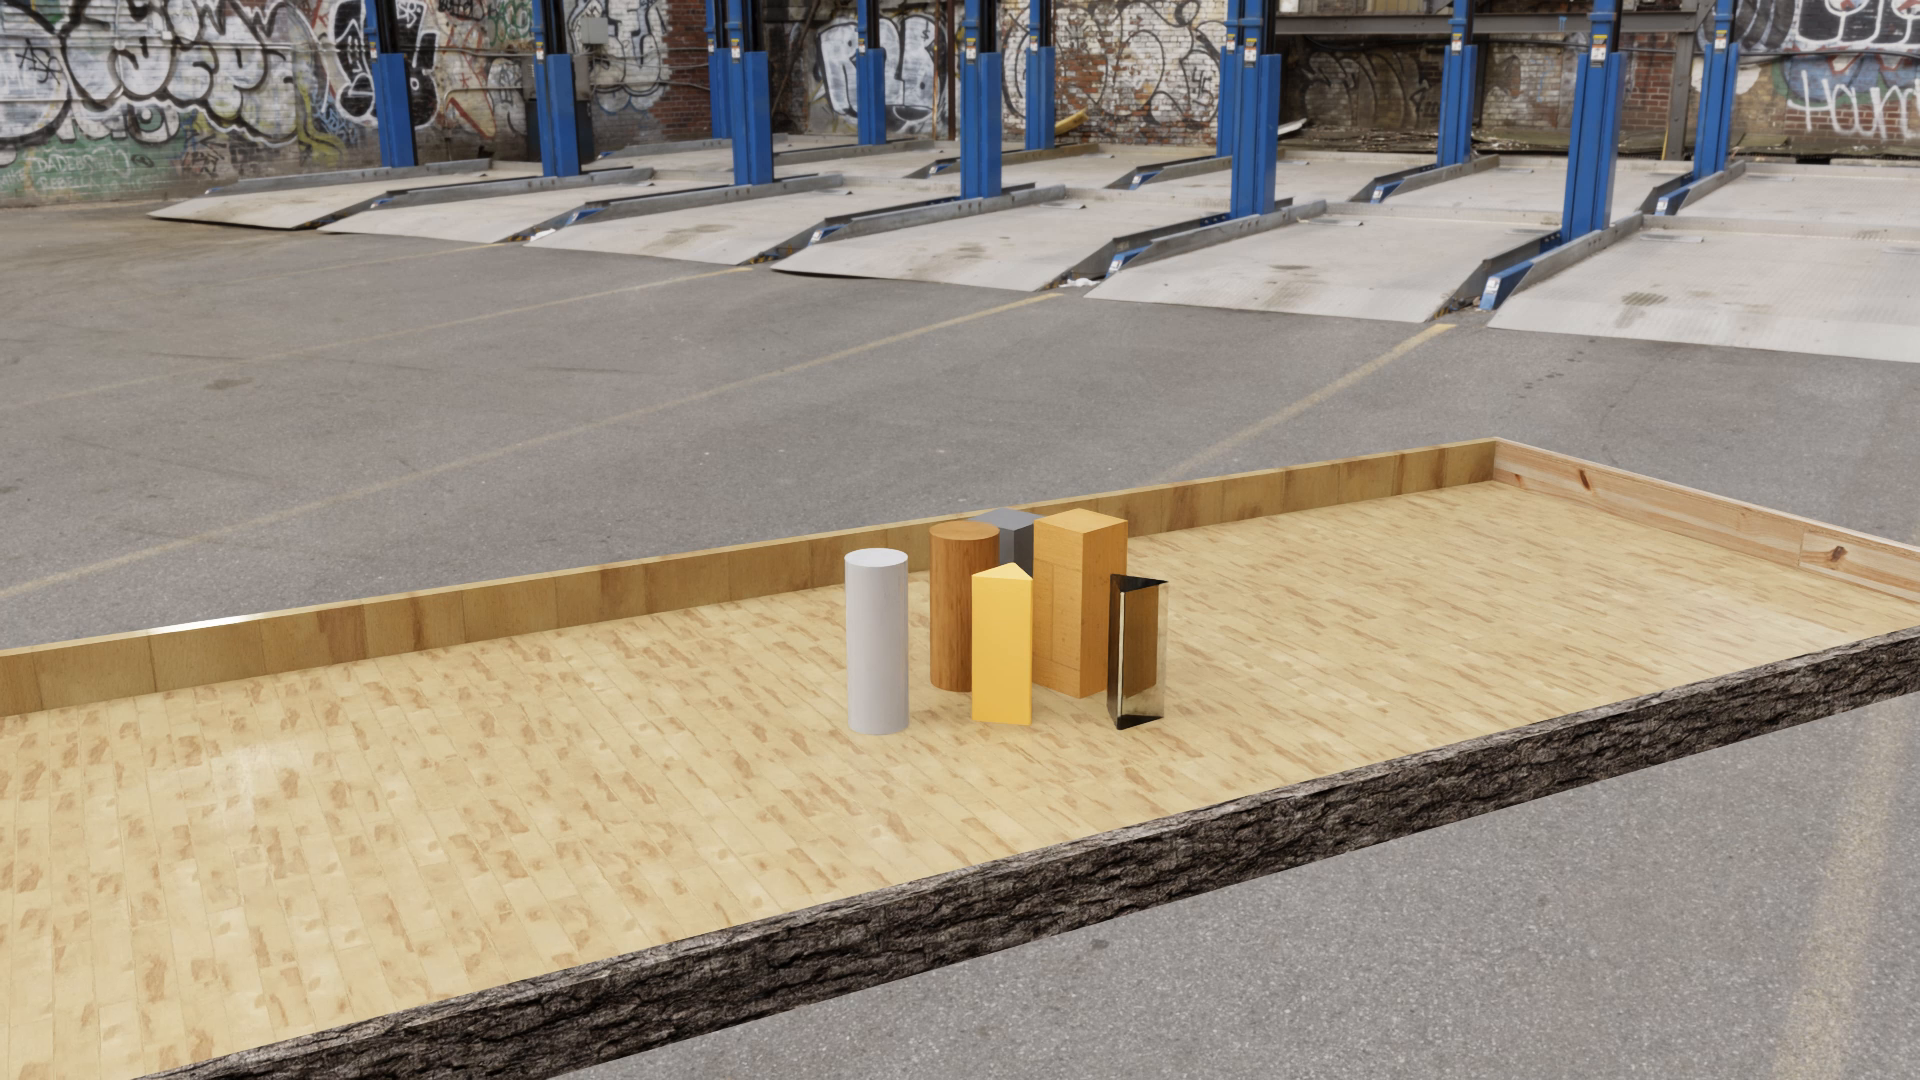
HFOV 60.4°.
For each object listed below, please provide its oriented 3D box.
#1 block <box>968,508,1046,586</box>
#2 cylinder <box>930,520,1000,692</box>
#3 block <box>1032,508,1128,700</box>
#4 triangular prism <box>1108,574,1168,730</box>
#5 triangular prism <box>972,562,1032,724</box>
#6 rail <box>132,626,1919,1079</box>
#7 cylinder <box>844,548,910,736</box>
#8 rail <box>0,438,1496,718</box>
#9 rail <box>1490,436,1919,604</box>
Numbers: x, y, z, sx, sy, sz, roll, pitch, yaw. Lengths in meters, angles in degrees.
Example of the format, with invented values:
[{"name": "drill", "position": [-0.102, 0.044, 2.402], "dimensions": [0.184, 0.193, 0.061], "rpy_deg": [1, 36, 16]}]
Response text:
[{"name": "block", "position": [0.125, 0.115, 4.331], "dimensions": [0.160, 0.356, 0.160], "rpy_deg": [13, 21, 37]}, {"name": "cylinder", "position": [0.011, 0.164, 4.102], "dimensions": [0.172, 0.392, 0.172], "rpy_deg": [0, 16, 0]}, {"name": "block", "position": [0.295, 0.155, 4.080], "dimensions": [0.162, 0.422, 0.162], "rpy_deg": [-15, 22, -41]}, {"name": "triangular prism", "position": [0.392, 0.256, 3.885], "dimensions": [0.141, 0.338, 0.123], "rpy_deg": [-11, 20, -33]}, {"name": "triangular prism", "position": [0.111, 0.242, 3.897], "dimensions": [0.141, 0.358, 0.122], "rpy_deg": [4, 17, 13]}, {"name": "rail", "position": [-2.336, 1.006, 1.665], "dimensions": [12.000, 0.150, 0.050], "rpy_deg": [-9, 18, -27]}, {"name": "cylinder", "position": [-0.192, 0.235, 3.830], "dimensions": [0.145, 0.408, 0.145], "rpy_deg": [0, 16, 0]}, {"name": "rail", "position": [-3.305, 0.497, 3.399], "dimensions": [12.000, 0.150, 0.050], "rpy_deg": [-9, 18, -27]}, {"name": "rail", "position": [2.466, -0.048, 5.253], "dimensions": [0.050, 0.150, 2.100], "rpy_deg": [-9, 18, -27]}]
